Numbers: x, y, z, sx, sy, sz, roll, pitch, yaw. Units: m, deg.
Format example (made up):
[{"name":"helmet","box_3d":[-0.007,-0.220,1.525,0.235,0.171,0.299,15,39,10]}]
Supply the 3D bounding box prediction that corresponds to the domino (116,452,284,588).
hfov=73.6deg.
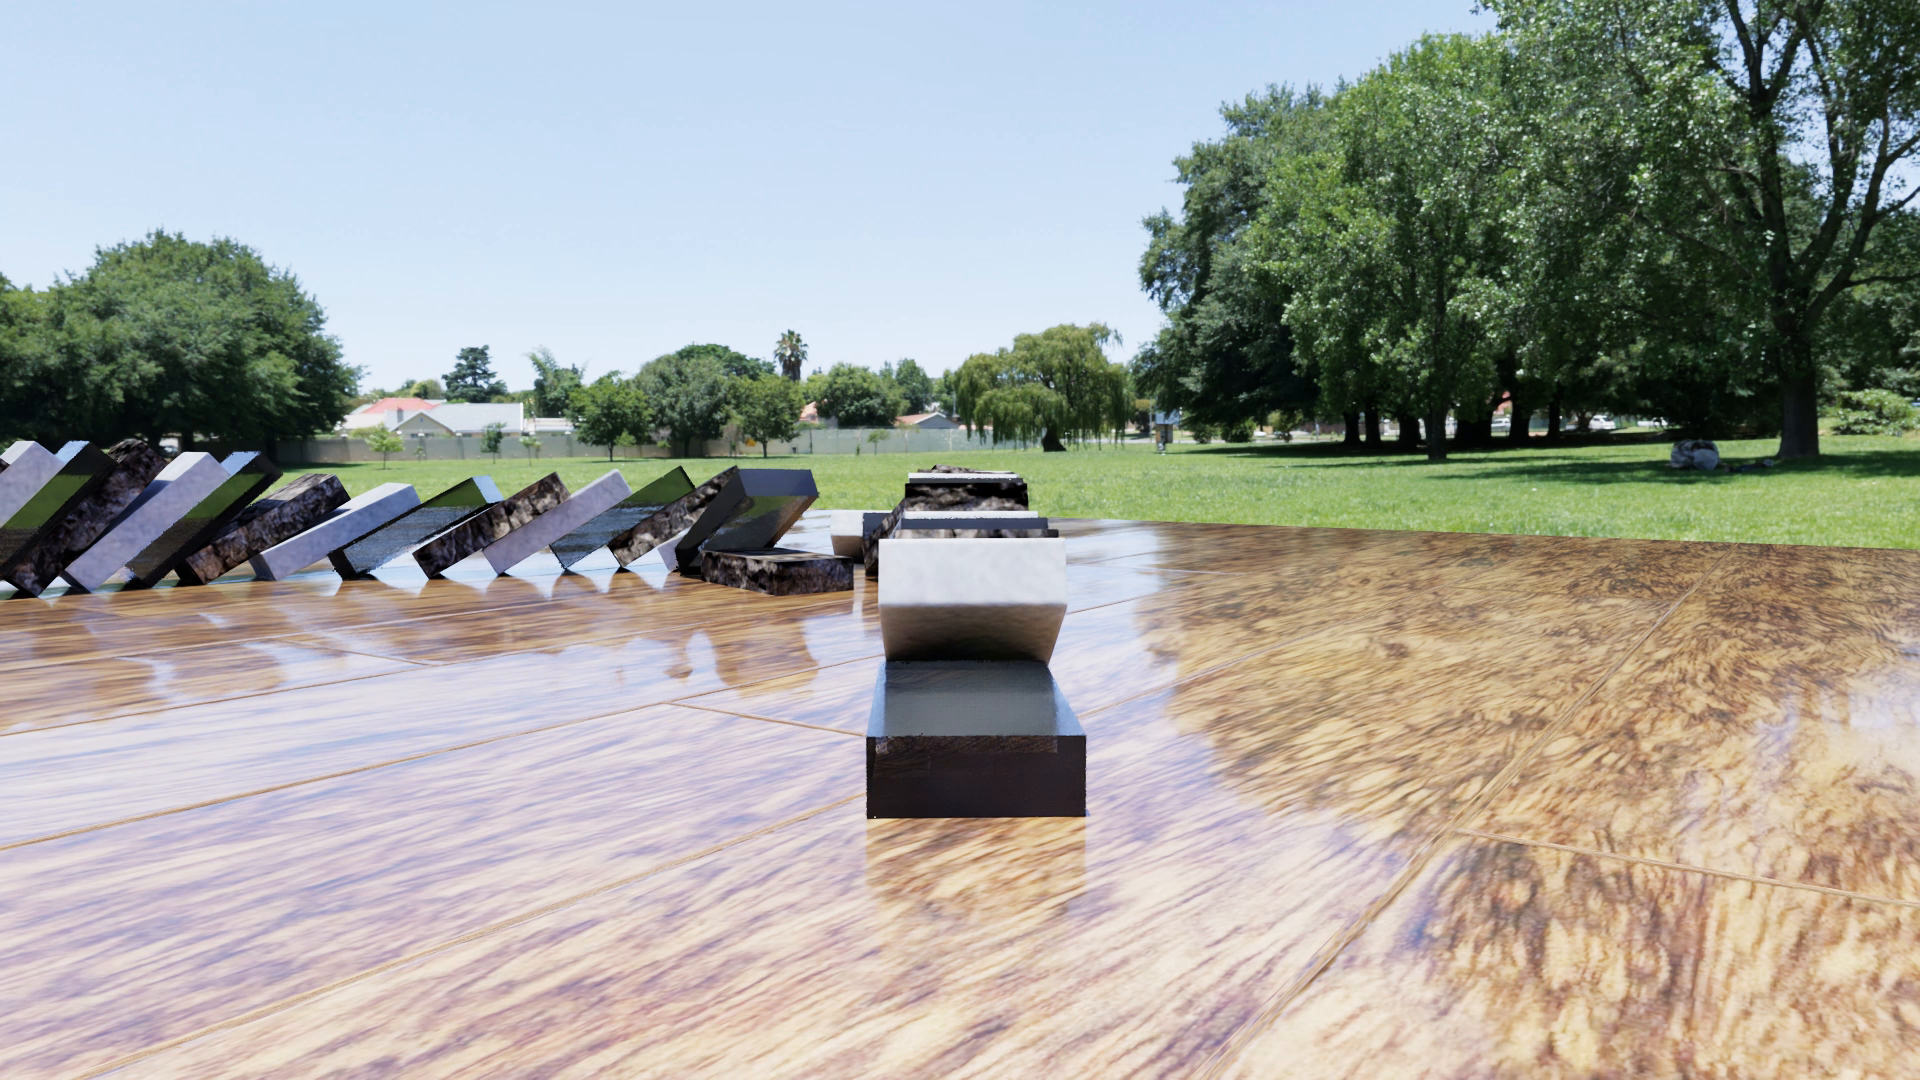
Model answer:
[{"name":"domino","box_3d":[-0.236,-0.007,0.396,0.025,0.009,0.050,4,47,44]}]

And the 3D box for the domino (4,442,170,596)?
[{"name":"domino","box_3d":[-0.257,-0.007,0.374,0.025,0.050,0.009,4,-37,44]}]

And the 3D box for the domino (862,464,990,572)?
[{"name":"domino","box_3d":[-0.007,-0.005,0.389,0.025,0.010,0.050,6,-30,-30]}]

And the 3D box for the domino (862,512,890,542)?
[{"name":"domino","box_3d":[-0.007,0.001,0.424,0.050,0.009,0.025,0,-25,-2]}]

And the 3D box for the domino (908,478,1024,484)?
[{"name":"domino","box_3d":[0.000,0.003,0.300,0.025,0.010,0.050,0,-29,-3]}]

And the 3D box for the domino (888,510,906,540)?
[{"name":"domino","box_3d":[-0.004,-0.003,0.373,0.025,0.009,0.050,-1,-28,-21]}]

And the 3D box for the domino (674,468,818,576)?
[{"name":"domino","box_3d":[-0.068,-0.005,0.402,0.025,0.009,0.050,-2,-28,-38]}]

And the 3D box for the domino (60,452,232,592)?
[{"name":"domino","box_3d":[-0.246,-0.006,0.385,0.025,0.009,0.050,4,47,44]}]

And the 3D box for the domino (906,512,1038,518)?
[{"name":"domino","box_3d":[0.001,0.008,0.263,0.025,0.009,0.050,0,-21,-3]}]

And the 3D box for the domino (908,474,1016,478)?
[{"name":"domino","box_3d":[0.000,0.001,0.317,0.025,0.009,0.050,1,-29,-2]}]

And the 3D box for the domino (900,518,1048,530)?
[{"name":"domino","box_3d":[0.002,0.010,0.240,0.025,0.009,0.050,0,-21,-2]}]

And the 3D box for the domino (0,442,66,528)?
[{"name":"domino","box_3d":[-0.273,-0.006,0.354,0.025,0.050,0.010,4,-37,44]}]

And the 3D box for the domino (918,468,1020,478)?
[{"name":"domino","box_3d":[0.000,-0.001,0.333,0.025,0.009,0.050,2,-29,-5]}]

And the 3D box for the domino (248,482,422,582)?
[{"name":"domino","box_3d":[-0.205,-0.004,0.420,0.050,0.010,0.025,-34,25,-35]}]

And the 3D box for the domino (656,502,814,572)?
[{"name":"domino","box_3d":[-0.076,-0.005,0.436,0.050,0.009,0.025,-26,3,3]}]

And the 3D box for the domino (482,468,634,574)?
[{"name":"domino","box_3d":[-0.134,-0.007,0.428,0.050,0.010,0.025,-33,12,-13]}]

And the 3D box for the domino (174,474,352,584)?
[{"name":"domino","box_3d":[-0.223,-0.004,0.408,0.025,0.009,0.050,4,35,44]}]

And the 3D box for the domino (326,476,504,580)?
[{"name":"domino","box_3d":[-0.174,-0.004,0.413,0.050,0.010,0.025,-29,8,-5]}]

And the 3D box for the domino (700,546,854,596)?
[{"name":"domino","box_3d":[-0.056,0.009,0.386,0.025,0.009,0.050,-3,5,-36]}]

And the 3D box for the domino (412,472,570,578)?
[{"name":"domino","box_3d":[-0.152,-0.006,0.420,0.050,0.010,0.025,-32,12,-12]}]

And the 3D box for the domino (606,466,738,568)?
[{"name":"domino","box_3d":[-0.097,-0.008,0.442,0.050,0.010,0.025,-33,10,-14]}]

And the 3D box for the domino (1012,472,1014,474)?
[{"name":"domino","box_3d":[-0.002,-0.002,0.354,0.025,0.009,0.050,-1,-28,-12]}]

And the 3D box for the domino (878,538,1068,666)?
[{"name":"domino","box_3d":[0.001,0.013,0.194,0.025,0.009,0.050,0,-20,-1]}]

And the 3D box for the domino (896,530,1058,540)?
[{"name":"domino","box_3d":[0.002,0.012,0.218,0.025,0.009,0.050,0,-20,-3]}]

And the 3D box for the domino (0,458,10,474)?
[{"name":"domino","box_3d":[-0.282,-0.005,0.345,0.025,0.050,0.010,4,-37,44]}]

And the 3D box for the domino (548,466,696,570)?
[{"name":"domino","box_3d":[-0.115,-0.008,0.436,0.050,0.010,0.025,-33,10,-13]}]

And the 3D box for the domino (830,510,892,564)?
[{"name":"domino","box_3d":[-0.019,-0.001,0.445,0.050,0.009,0.025,0,-23,0]}]

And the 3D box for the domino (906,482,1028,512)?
[{"name":"domino","box_3d":[0.001,0.004,0.282,0.025,0.009,0.050,0,-28,-2]}]

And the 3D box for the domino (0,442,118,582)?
[{"name":"domino","box_3d":[-0.265,-0.006,0.364,0.025,0.050,0.009,4,-37,44]}]

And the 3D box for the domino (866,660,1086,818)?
[{"name":"domino","box_3d":[0.001,0.025,0.171,0.025,0.009,0.050,0,4,-2]}]
